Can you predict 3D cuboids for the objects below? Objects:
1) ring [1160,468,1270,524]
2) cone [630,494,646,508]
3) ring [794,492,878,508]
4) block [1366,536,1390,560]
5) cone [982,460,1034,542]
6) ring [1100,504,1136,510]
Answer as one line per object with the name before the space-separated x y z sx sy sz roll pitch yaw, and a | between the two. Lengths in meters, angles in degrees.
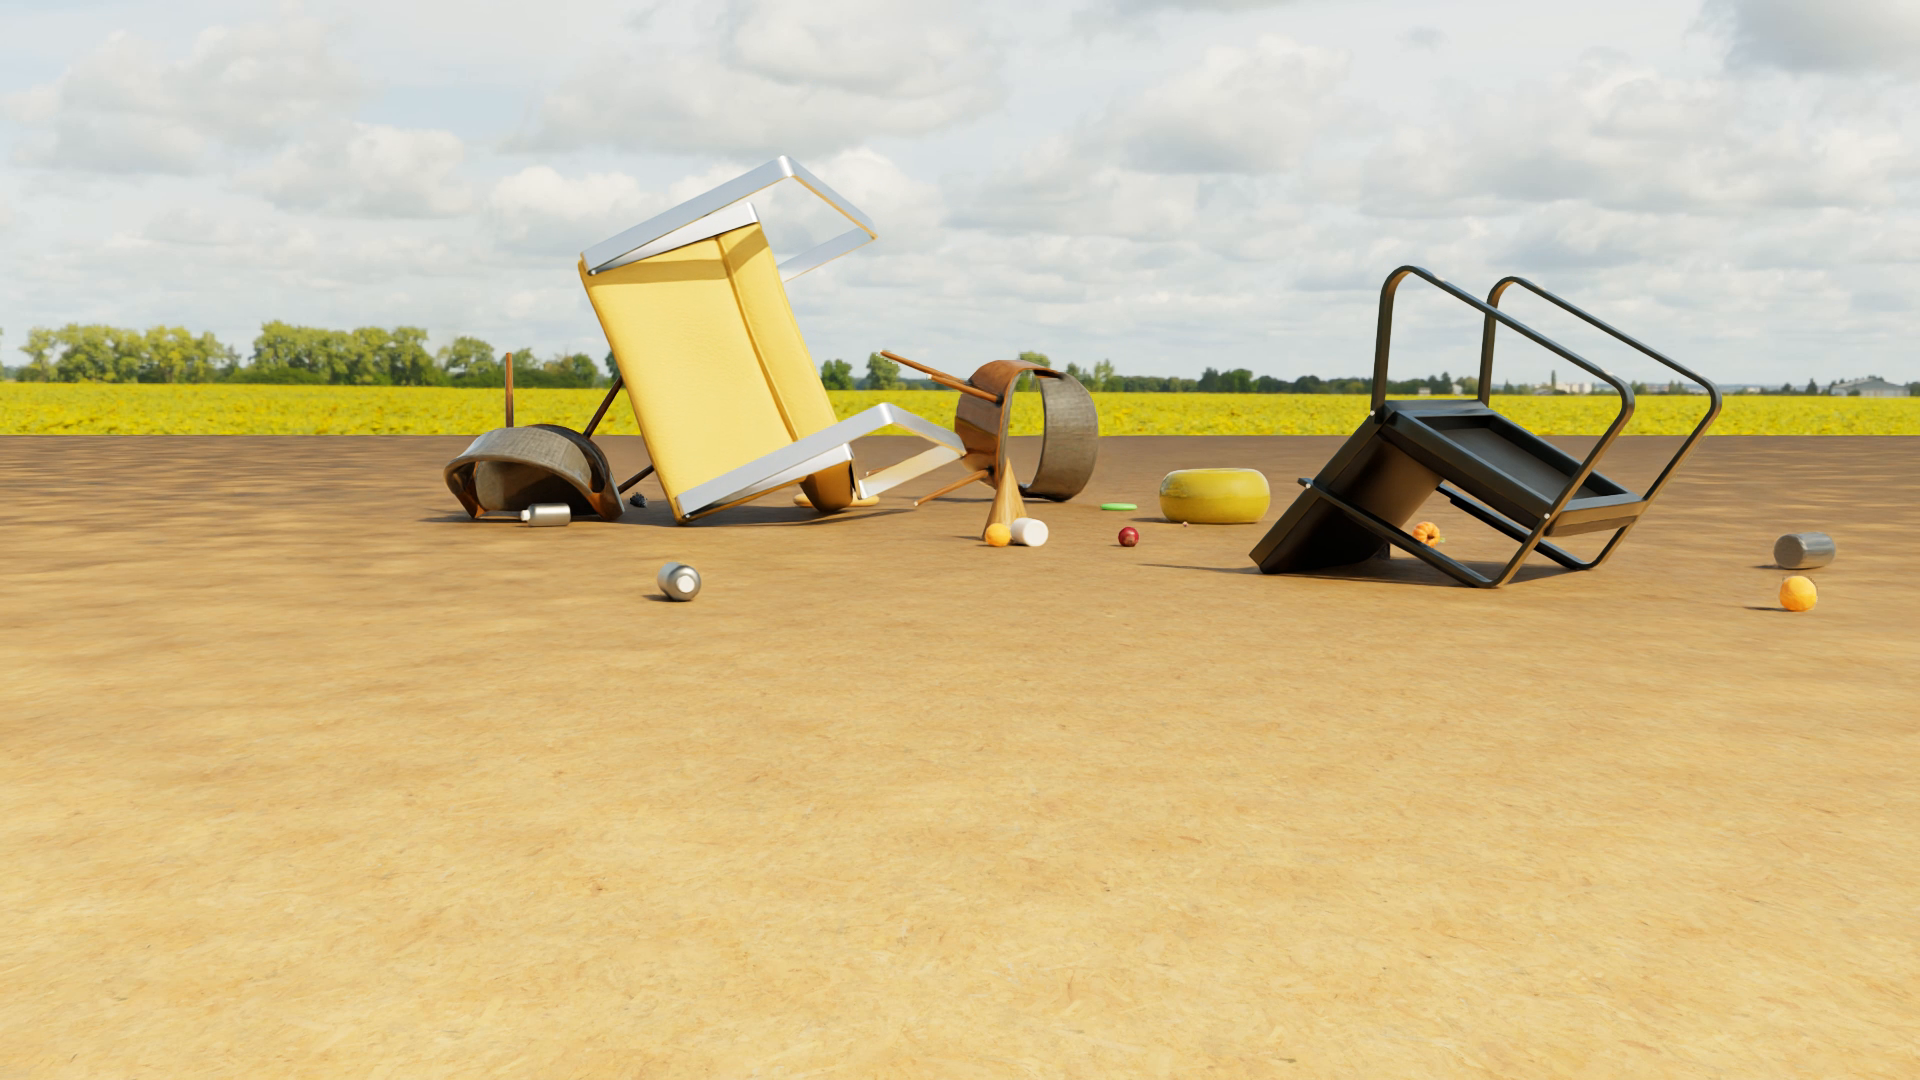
ring | 0.858 -0.147 7.418 0.350 0.178 0.406 -4 5 -33
cone | -1.206 -0.136 8.341 0.069 0.052 0.067 15 14 -44
ring | -0.472 -0.154 8.400 0.350 0.053 0.165 -1 3 -25
block | 1.114 0.022 5.856 0.062 0.051 0.118 1 4 12
cone | 0.143 -0.125 6.543 0.153 0.249 0.228 1 4 19
ring | 0.589 -0.122 8.156 0.136 0.023 0.082 0 5 12
